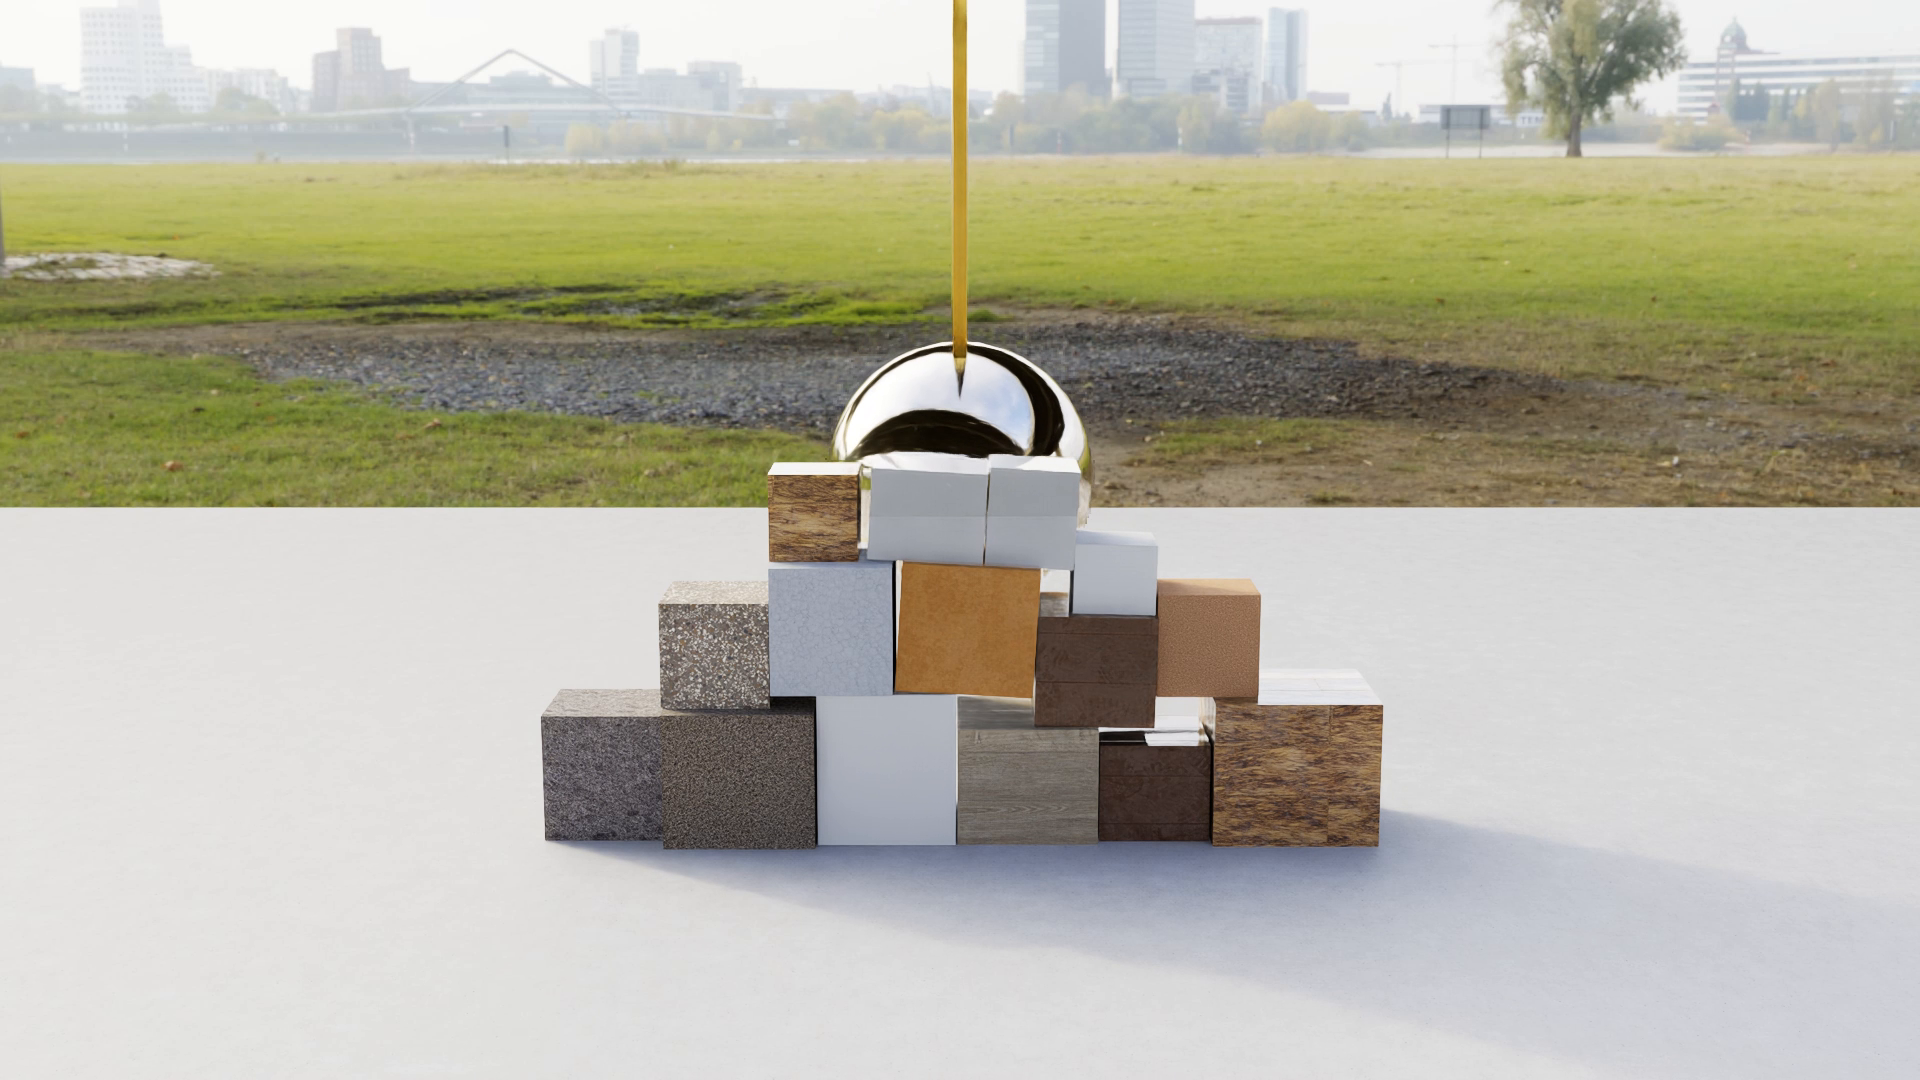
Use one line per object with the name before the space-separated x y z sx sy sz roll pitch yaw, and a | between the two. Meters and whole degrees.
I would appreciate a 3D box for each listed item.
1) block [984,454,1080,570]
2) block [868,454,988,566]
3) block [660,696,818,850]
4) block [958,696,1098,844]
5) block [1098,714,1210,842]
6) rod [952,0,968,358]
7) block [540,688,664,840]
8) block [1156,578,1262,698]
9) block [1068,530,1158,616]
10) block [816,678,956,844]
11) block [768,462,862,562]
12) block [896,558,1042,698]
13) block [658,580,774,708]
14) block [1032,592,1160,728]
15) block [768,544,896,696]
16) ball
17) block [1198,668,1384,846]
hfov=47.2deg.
block | 0.359 -0.145 11.143 0.446 0.495 0.475 3 10 -1
block | -0.161 -0.158 11.140 0.575 0.459 0.497 3 10 -1
block | -1.107 1.137 11.373 0.761 0.693 0.823 0 10 0
block | 0.342 1.183 11.385 0.706 0.599 0.684 0 10 0
block | 0.984 1.228 11.411 0.558 0.501 0.607 0 10 0
rod | 0.000 -3.320 11.490 0.080 5.200 0.080 0 31 0
block | -1.803 1.156 11.387 0.610 0.651 0.565 0 10 0
block | 1.249 0.496 11.253 0.514 0.525 0.426 0 10 0
block | 0.778 0.163 11.200 0.415 0.354 0.398 1 10 0
block | -0.369 1.091 11.393 0.696 0.777 0.733 0 10 0
block | -0.733 -0.143 11.155 0.445 0.443 0.401 0 10 0
block | 0.039 0.399 11.241 0.689 0.647 0.631 3 10 -1
block | -1.229 0.530 11.272 0.546 0.538 0.575 0 10 0
block | 0.683 0.609 11.295 0.604 0.563 0.607 1 10 0
block | -0.640 0.397 11.233 0.611 0.647 0.698 0 10 0
ball | 0.000 -0.392 13.217 1.600 1.600 1.600 0 10 0
block | 1.690 1.115 11.377 0.834 0.736 0.753 0 10 0
